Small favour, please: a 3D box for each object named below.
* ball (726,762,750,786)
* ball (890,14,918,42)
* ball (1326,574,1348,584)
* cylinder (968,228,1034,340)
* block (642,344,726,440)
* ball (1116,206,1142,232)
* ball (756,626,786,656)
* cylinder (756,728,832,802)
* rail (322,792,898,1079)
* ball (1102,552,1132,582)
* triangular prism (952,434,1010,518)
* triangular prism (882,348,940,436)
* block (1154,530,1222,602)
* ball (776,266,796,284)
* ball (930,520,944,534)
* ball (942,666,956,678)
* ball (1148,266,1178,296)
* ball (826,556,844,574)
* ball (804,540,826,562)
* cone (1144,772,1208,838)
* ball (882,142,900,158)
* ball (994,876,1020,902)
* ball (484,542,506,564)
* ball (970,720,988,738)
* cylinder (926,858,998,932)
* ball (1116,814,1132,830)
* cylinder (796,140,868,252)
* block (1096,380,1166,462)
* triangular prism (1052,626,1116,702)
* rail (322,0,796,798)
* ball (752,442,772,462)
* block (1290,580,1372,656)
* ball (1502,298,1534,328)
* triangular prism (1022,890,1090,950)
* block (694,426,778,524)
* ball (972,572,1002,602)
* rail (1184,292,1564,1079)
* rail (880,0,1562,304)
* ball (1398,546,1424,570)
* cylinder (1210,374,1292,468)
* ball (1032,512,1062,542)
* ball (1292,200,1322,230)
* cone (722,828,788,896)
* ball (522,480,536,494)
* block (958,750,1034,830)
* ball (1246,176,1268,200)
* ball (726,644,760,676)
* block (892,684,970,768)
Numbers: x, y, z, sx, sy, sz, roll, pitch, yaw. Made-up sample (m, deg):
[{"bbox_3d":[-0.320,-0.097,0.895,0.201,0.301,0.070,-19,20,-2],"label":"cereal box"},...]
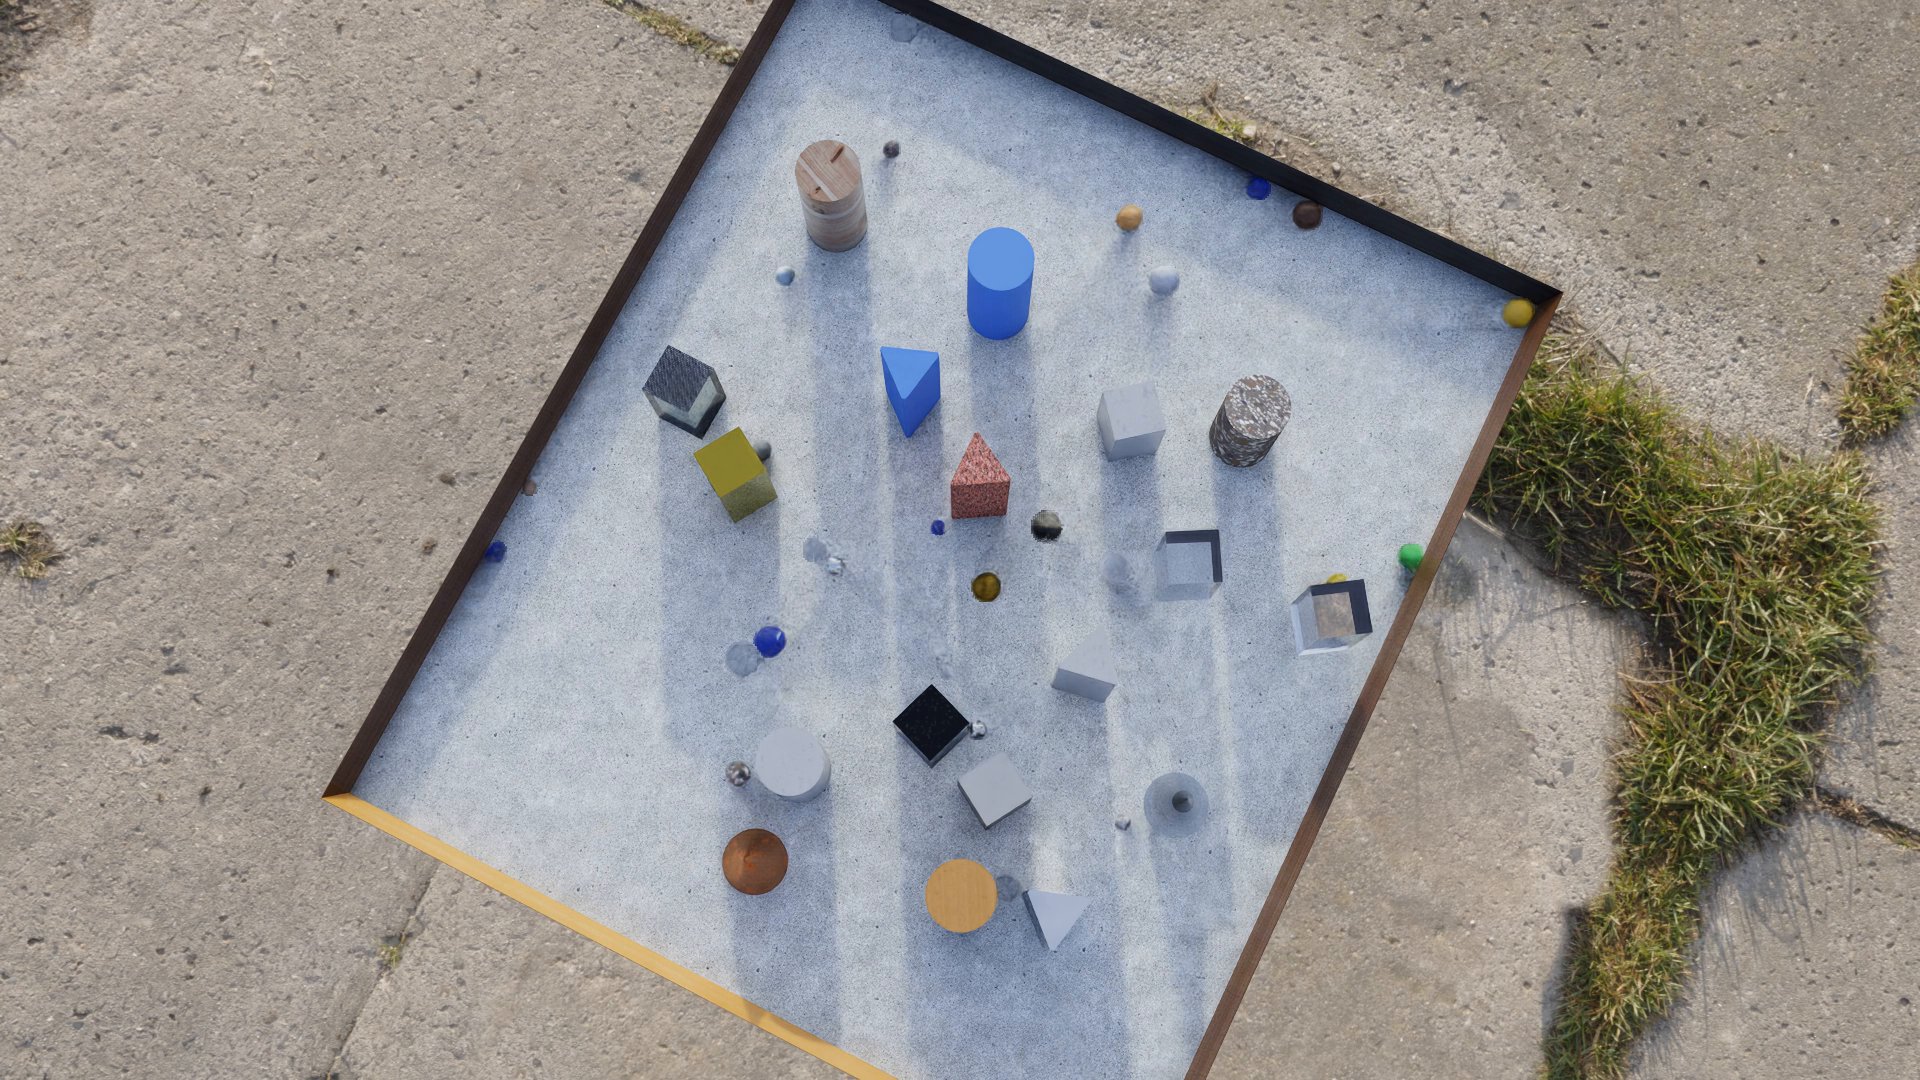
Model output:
[{"bbox_3d":[-0.657,0.696,5.437,0.070,0.070,0.070,0,78,0],"label":"ball"},{"bbox_3d":[-0.181,-1.650,5.912,0.091,0.091,0.091,0,78,0],"label":"ball"},{"bbox_3d":[1.144,0.138,5.552,0.071,0.071,0.071,0,78,0],"label":"ball"},{"bbox_3d":[0.119,-0.769,5.540,0.195,0.462,0.195,0,78,0],"label":"cylinder"},{"bbox_3d":[-0.832,-0.444,5.553,0.156,0.305,0.156,28,80,5],"label":"block"},{"bbox_3d":[0.534,-1.013,5.787,0.077,0.077,0.077,0,78,0],"label":"ball"},{"bbox_3d":[-0.569,0.303,5.507,0.092,0.092,0.092,0,78,0],"label":"ball"},{"bbox_3d":[-0.481,0.657,5.330,0.195,0.295,0.195,0,78,0],"label":"cylinder"},{"bbox_3d":[-0.671,1.322,5.277,2.637,0.127,0.045,26,80,5],"label":"rail"},{"bbox_3d":[0.473,0.081,5.553,0.091,0.091,0.091,0,78,0],"label":"ball"},{"bbox_3d":[0.053,-0.190,5.429,0.169,0.444,0.146,-5,78,-1],"label":"triangular prism"},{"bbox_3d":[-0.170,-0.469,5.492,0.146,0.435,0.169,36,81,7],"label":"triangular prism"},{"bbox_3d":[0.678,0.078,5.450,0.156,0.294,0.156,-3,78,-1],"label":"block"},{"bbox_3d":[-0.548,-0.833,5.758,0.060,0.060,0.060,0,78,0],"label":"ball"},{"bbox_3d":[-0.068,-0.041,5.603,0.044,0.044,0.044,0,78,0],"label":"ball"},{"bbox_3d":[-0.035,0.397,5.514,0.040,0.040,0.040,0,78,0],"label":"ball"},{"bbox_3d":[0.636,-0.812,5.739,0.090,0.090,0.090,0,78,0],"label":"ball"},{"bbox_3d":[-0.380,0.078,5.572,0.056,0.056,0.056,0,78,0],"label":"ball"},{"bbox_3d":[-0.441,0.031,5.576,0.067,0.067,0.067,0,78,0],"label":"ball"},{"bbox_3d":[0.643,0.760,5.310,0.195,0.293,0.195,0,78,0],"label":"cone"},{"bbox_3d":[-0.220,-1.245,5.847,0.054,0.054,0.054,0,78,0],"label":"ball"},{"bbox_3d":[0.136,1.021,5.367,0.074,0.074,0.074,0,78,0],"label":"ball"},{"bbox_3d":[-1.416,0.039,5.576,0.062,0.062,0.062,0,78,0],"label":"ball"},{"bbox_3d":[0.054,0.566,5.471,0.055,0.055,0.055,0,78,0],"label":"ball"},{"bbox_3d":[0.003,1.005,5.164,0.195,0.478,0.195,0,78,0],"label":"cylinder"},{"bbox_3d":[0.484,0.835,5.420,0.047,0.047,0.047,0,78,0],"label":"ball"},{"bbox_3d":[-0.390,-1.048,5.618,0.195,0.421,0.195,0,78,0],"label":"cylinder"},{"bbox_3d":[0.517,-0.358,5.555,0.156,0.265,0.156,-12,79,-3],"label":"block"},{"bbox_3d":[0.376,0.351,5.320,0.169,0.438,0.146,16,79,3],"label":"triangular prism"},{"bbox_3d":[-1.158,-0.560,5.667,0.045,0.127,3.050,26,80,5],"label":"rail"},{"bbox_3d":[-0.610,-0.273,5.642,0.062,0.062,0.062,0,78,0],"label":"ball"},{"bbox_3d":[1.088,0.231,5.395,0.156,0.339,0.156,-7,78,-1],"label":"block"},{"bbox_3d":[1.740,-0.707,5.715,0.093,0.093,0.093,0,78,0],"label":"ball"},{"bbox_3d":[0.241,1.036,5.155,0.146,0.483,0.169,38,81,7],"label":"triangular prism"},{"bbox_3d":[-0.668,-0.191,5.478,0.156,0.349,0.156,-31,80,-6],"label":"block"},{"bbox_3d":[0.082,0.141,5.543,0.087,0.087,0.087,0,78,0],"label":"ball"},{"bbox_3d":[1.158,0.574,5.432,0.045,0.127,3.050,26,80,5],"label":"rail"},{"bbox_3d":[0.671,-1.308,5.822,2.637,0.127,0.045,26,80,5],"label":"rail"},{"bbox_3d":[1.371,0.054,5.568,0.073,0.073,0.073,0,78,0],"label":"ball"},{"bbox_3d":[0.869,-0.354,5.513,0.195,0.347,0.195,0,78,0],"label":"cylinder"},{"bbox_3d":[0.267,-0.039,5.578,0.091,0.091,0.091,0,78,0],"label":"ball"},{"bbox_3d":[1.093,-1.026,5.782,0.091,0.091,0.091,0,78,0],"label":"ball"},{"bbox_3d":[-0.606,0.921,5.272,0.195,0.303,0.195,0,78,0],"label":"cone"},{"bbox_3d":[-1.325,-0.163,5.628,0.044,0.044,0.044,0,78,0],"label":"ball"},{"bbox_3d":[0.100,0.729,5.319,0.156,0.288,0.156,-32,80,-6],"label":"block"},{"bbox_3d":[0.942,-1.116,5.811,0.072,0.072,0.072,0,78,0],"label":"ball"},{"bbox_3d":[-0.650,0.358,5.493,0.097,0.097,0.097,0,78,0],"label":"ball"},{"bbox_3d":[-0.083,0.547,5.359,0.156,0.283,0.156,-43,82,-8],"label":"block"}]
